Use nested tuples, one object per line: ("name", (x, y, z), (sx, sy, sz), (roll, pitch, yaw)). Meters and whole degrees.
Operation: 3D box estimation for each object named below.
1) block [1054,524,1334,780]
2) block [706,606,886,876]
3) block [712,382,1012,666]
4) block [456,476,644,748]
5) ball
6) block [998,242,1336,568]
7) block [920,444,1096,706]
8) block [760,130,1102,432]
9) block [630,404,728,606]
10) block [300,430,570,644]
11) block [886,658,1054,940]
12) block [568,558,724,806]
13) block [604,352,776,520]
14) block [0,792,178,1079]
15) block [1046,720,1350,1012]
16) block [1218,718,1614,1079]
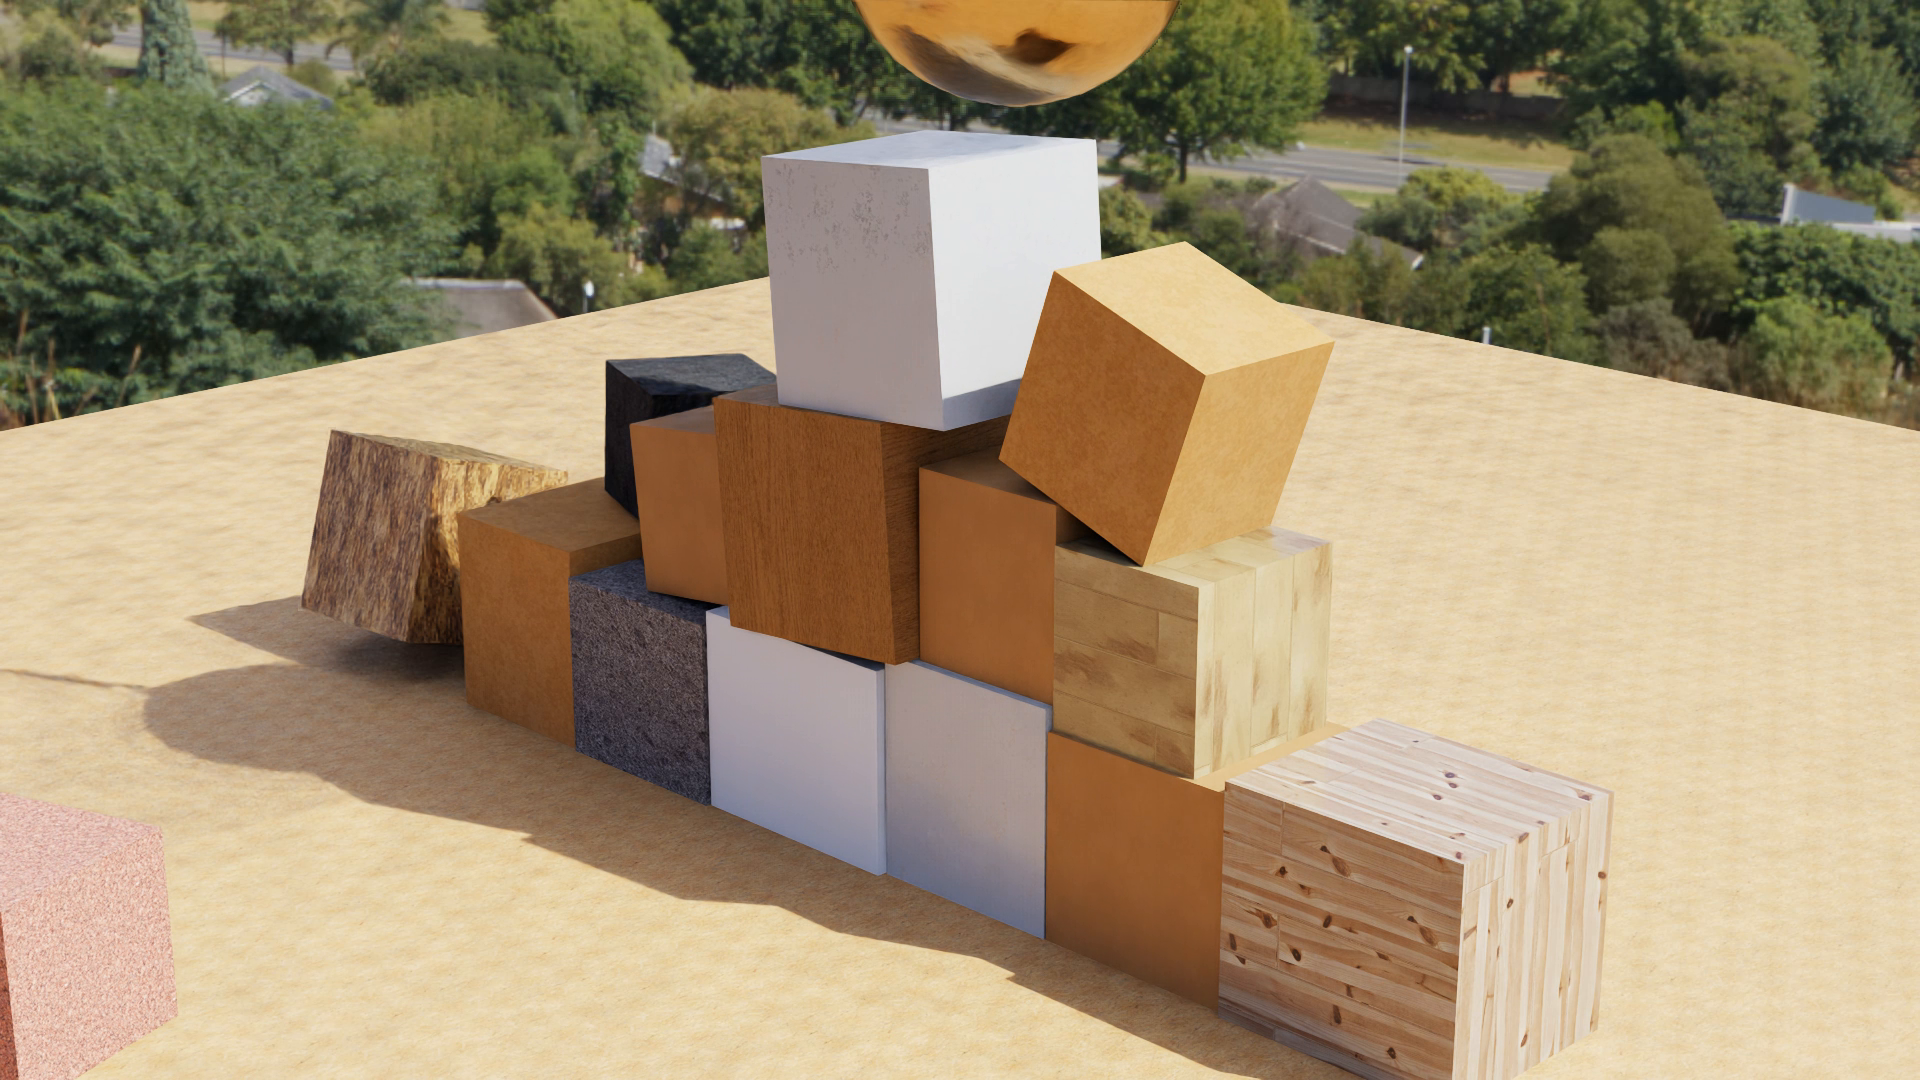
("block", (0.984, 0.410, 12.419), (0.868, 0.827, 0.791), (-17, 24, -42))
("block", (-0.413, 0.827, 14.054), (1.067, 0.996, 1.183), (-17, 24, -42))
("block", (-0.318, -0.168, 13.589), (1.111, 1.094, 1.122), (-17, 19, -42))
("block", (-1.921, 0.354, 15.456), (0.948, 1.056, 1.034), (17, 24, 42))
("ball", (0.245, -2.694, 12.751), (1.600, 1.600, 1.600), (0, 17, 0))
("block", (0.856, -0.583, 12.264), (0.822, 0.918, 0.876), (-17, 44, -42))
("block", (0.409, 0.108, 12.934), (0.841, 0.895, 0.819), (-17, 24, -42))
("block", (-0.112, -1.184, 13.042), (1.008, 1.117, 1.086), (-16, 19, -41))
("block", (-1.015, -0.193, 14.323), (0.759, 0.836, 0.837), (-16, 17, -42))
("block", (-2.912, 0.000, 16.263), (0.901, 1.003, 0.964), (14, 5, 38))
("block", (0.364, 1.022, 13.304), (0.991, 1.072, 0.990), (-17, 24, -42))
("block", (-1.211, 0.626, 14.808), (1.082, 0.927, 1.029), (-17, 24, -42))
("block", (-1.368, -0.524, 15.289), (0.757, 0.708, 0.810), (-5, 18, -23))
("block", (-3.807, 1.628, 11.762), (0.854, 0.841, 0.907), (8, 19, 25))
("block", (1.063, 1.287, 12.627), (0.945, 0.972, 1.002), (-17, 24, -42))
("block", (1.835, 1.484, 11.875), (1.015, 1.048, 1.167), (-17, 24, -42))
